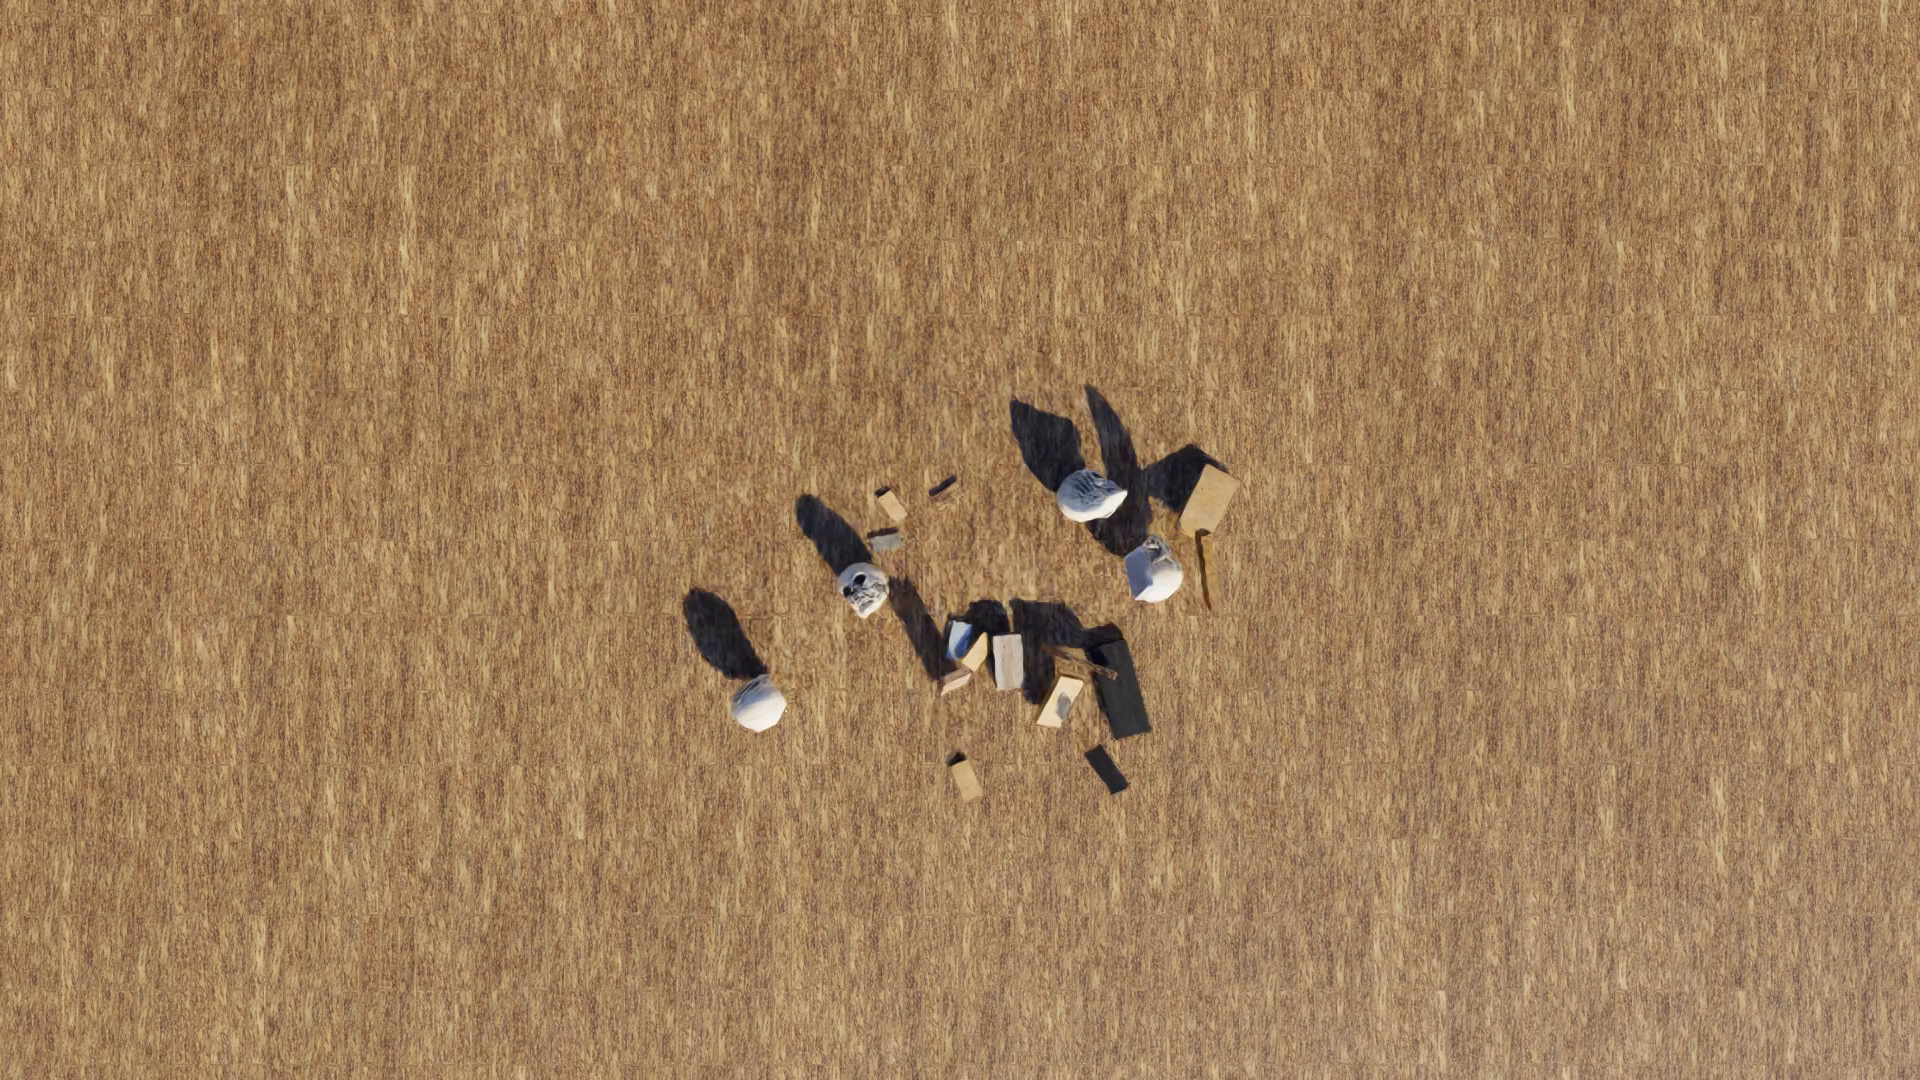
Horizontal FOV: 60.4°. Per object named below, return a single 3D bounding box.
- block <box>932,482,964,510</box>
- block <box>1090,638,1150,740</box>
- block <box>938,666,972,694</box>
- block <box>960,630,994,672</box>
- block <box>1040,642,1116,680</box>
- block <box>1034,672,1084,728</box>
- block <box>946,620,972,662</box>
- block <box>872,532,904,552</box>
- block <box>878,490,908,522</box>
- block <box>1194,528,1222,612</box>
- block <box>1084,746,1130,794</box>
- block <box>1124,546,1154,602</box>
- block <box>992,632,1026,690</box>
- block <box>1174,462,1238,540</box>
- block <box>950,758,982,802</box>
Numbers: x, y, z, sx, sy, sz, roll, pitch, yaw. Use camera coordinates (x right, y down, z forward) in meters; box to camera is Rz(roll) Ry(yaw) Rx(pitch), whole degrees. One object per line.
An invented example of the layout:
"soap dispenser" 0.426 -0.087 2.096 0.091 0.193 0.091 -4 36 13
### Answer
"block" -0.038 -0.147 5.493 0.101 0.014 0.050 -33 90 0
"block" 0.532 0.495 5.483 0.123 0.035 0.316 -16 90 0
"block" -0.019 0.460 5.391 0.094 0.189 0.027 -23 78 -11
"block" 0.062 0.368 5.476 0.064 0.018 0.128 36 91 -28
"block" 0.388 0.398 5.422 0.261 0.080 0.023 21 86 10
"block" 0.325 0.527 5.424 0.094 0.027 0.189 13 114 -30
"block" -0.004 0.338 5.491 0.064 0.018 0.128 13 90 0
"block" -0.242 0.008 5.493 0.101 0.014 0.050 -11 90 0
"block" -0.223 -0.111 5.493 0.050 0.014 0.101 -36 90 0
"block" 0.791 0.095 5.253 0.035 0.123 0.247 -9 99 0
"block" 0.472 0.740 5.321 0.023 0.080 0.160 -36 90 -33
"block" 0.562 0.104 5.183 0.023 0.080 0.160 16 46 -29
"block" 0.162 0.401 5.463 0.094 0.027 0.189 -5 105 0
"block" 0.812 -0.117 5.442 0.123 0.035 0.247 29 73 -5
"block" 0.021 0.799 5.491 0.064 0.018 0.128 -23 90 0
